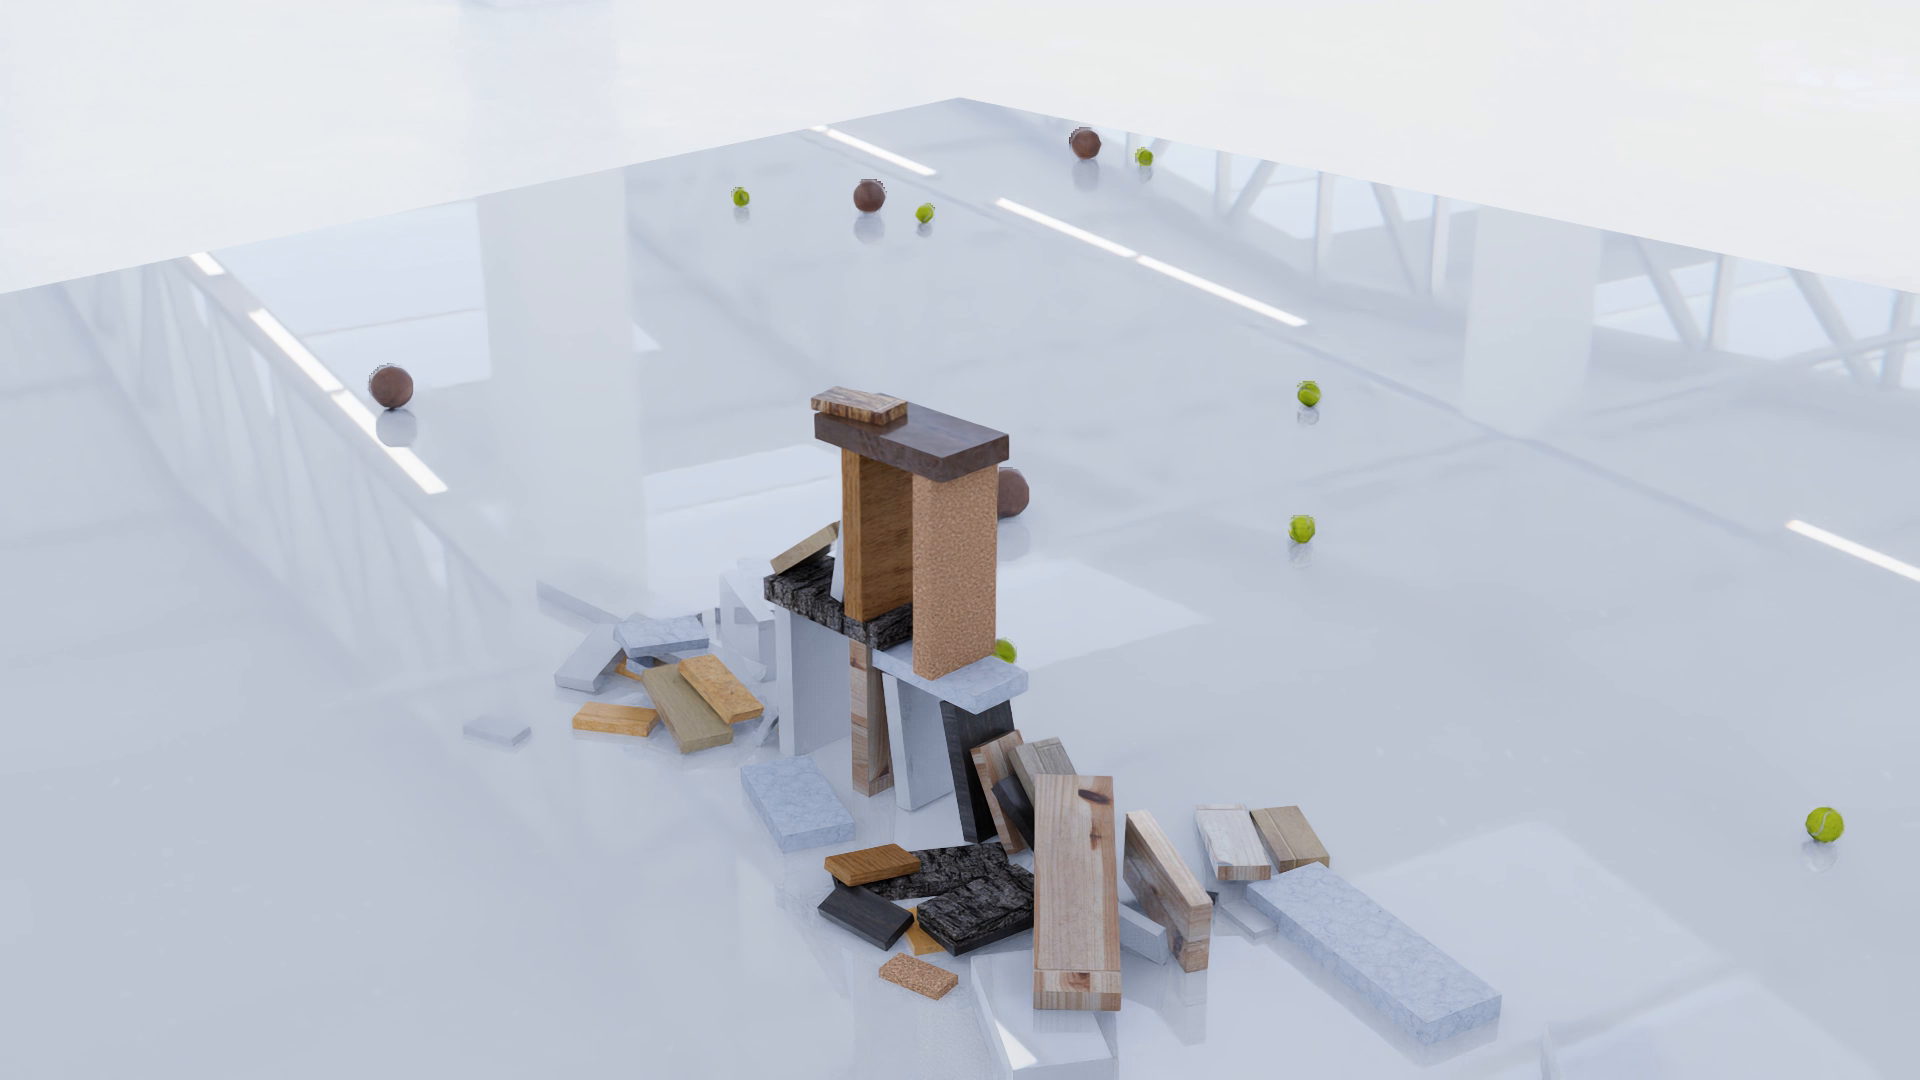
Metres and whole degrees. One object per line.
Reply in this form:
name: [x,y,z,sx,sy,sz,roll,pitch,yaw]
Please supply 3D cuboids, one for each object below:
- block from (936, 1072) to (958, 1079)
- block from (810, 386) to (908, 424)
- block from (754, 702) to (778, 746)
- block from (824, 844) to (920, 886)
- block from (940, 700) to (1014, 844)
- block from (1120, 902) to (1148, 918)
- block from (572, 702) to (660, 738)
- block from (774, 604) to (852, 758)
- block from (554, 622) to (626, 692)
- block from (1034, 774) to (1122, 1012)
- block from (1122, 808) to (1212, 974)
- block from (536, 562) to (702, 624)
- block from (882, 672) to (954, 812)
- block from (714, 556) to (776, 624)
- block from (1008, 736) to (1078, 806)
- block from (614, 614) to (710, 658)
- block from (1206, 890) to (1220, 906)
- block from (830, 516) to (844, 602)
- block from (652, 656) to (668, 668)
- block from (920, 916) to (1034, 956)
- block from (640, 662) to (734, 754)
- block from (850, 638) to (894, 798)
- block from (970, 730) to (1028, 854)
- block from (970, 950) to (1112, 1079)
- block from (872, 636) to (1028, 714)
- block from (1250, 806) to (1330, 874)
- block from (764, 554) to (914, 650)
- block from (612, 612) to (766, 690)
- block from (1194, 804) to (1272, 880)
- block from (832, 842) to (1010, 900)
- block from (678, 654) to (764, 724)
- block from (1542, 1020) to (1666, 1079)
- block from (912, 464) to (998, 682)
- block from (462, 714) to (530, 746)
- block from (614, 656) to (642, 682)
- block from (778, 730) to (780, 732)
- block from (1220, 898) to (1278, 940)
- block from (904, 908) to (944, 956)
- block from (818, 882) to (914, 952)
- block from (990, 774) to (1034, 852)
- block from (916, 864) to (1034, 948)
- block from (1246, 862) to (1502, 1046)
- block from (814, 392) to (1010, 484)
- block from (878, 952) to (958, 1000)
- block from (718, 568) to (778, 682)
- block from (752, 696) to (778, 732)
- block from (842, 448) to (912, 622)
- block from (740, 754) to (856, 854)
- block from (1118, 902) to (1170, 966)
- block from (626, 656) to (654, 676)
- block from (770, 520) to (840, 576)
block: [-0.059,0.931,3.531,0.200,0.028,0.100,-20,30,-39]
block: [-0.197,-0.263,4.293,0.171,0.024,0.086,14,27,31]
block: [-0.400,0.379,4.742,0.019,0.067,0.133,31,43,4]
block: [-0.166,0.614,4.162,0.165,0.023,0.082,-5,21,-39]
block: [0.050,0.437,4.356,0.146,0.292,0.041,-21,17,-40]
block: [0.350,0.694,4.105,0.105,0.015,0.053,-3,23,-7]
block: [-0.751,0.392,4.807,0.171,0.024,0.085,5,24,12]
block: [-0.306,0.275,4.669,0.174,0.347,0.049,-21,31,-41]
block: [-0.829,0.266,5.031,0.104,0.030,0.209,7,36,23]
block: [0.209,0.626,3.981,0.149,0.042,0.580,1,33,1]
block: [0.378,0.640,4.029,0.042,0.149,0.298,-8,29,-17]
block: [-0.829,0.156,5.338,0.444,0.043,0.153,20,30,39]
block: [-0.076,0.387,4.471,0.146,0.292,0.041,-21,23,-41]
block: [-0.495,0.125,5.410,0.153,0.043,0.307,2,23,6]
block: [0.188,0.494,4.278,0.110,0.031,0.220,-9,62,-36]
block: [-0.667,0.215,4.926,0.189,0.027,0.094,-7,35,-28]
block: [0.432,0.669,4.143,0.105,0.015,0.053,6,4,15]
block: [-0.194,0.003,4.433,0.034,0.237,0.118,33,38,33]
block: [-0.640,0.294,4.908,0.085,0.024,0.171,5,31,-12]
block: [0.055,0.689,4.047,0.233,0.033,0.117,-15,27,-31]
block: [-0.593,0.361,4.772,0.118,0.034,0.237,-10,43,-28]
block: [-0.143,0.338,4.519,0.174,0.347,0.049,-21,31,-41]
block: [0.103,0.495,4.325,0.110,0.220,0.031,-21,4,-40]
block: [0.136,0.818,3.772,0.168,0.048,0.337,-5,23,-11]
block: [-0.021,0.255,4.355,0.146,0.041,0.292,-21,31,-41]
block: [0.648,0.589,4.336,0.100,0.028,0.200,-4,23,-9]
block: [-0.224,0.124,4.515,0.347,0.049,0.174,21,31,41]
block: [-0.608,0.254,4.937,0.341,0.027,0.094,21,32,15]
block: [0.529,0.585,4.282,0.100,0.028,0.320,-1,14,-2]
block: [-0.073,0.639,4.213,0.335,0.033,0.117,-4,23,-10]
block: [-0.522,0.324,4.798,0.095,0.027,0.189,-10,44,-48]
block: [1.061,0.902,3.573,0.168,0.048,0.337,2,23,4]
block: [-0.009,0.049,4.249,0.178,0.420,0.050,-21,31,-41]
block: [-1.004,0.412,4.766,0.131,0.018,0.065,11,25,24]
block: [-0.722,0.285,5.051,0.209,0.030,0.104,17,28,34]
block: [-0.350,0.359,4.746,0.067,0.133,0.019,-21,52,-41]
block: [0.537,0.703,4.084,0.053,0.015,0.105,-13,26,-28]
block: [-0.071,0.718,4.045,0.064,0.018,0.128,-7,24,-16]
block: [-0.174,0.691,4.057,0.165,0.023,0.082,22,50,34]
block: [0.166,0.547,4.266,0.110,0.031,0.220,-21,69,-40]
block: [0.049,0.667,4.016,0.233,0.033,0.117,-17,28,-34]
block: [0.736,0.736,3.964,0.168,0.048,0.505,-13,26,-27]
block: [-0.095,-0.200,4.236,0.356,0.050,0.178,21,30,41]
block: [-0.074,0.775,3.910,0.128,0.018,0.064,15,27,32]
block: [-0.492,0.196,5.103,0.043,0.153,0.307,-9,25,-21]
block: [-0.418,0.381,4.839,0.133,0.019,0.067,21,31,41]
block: [-0.150,-0.032,4.365,0.050,0.356,0.178,21,31,40]
block: [-0.331,0.532,4.453,0.149,0.042,0.298,-9,24,-19]
block: [0.273,0.686,4.007,0.247,0.082,0.023,25,52,35]
block: [-0.636,0.297,4.958,0.209,0.030,0.104,23,32,18]
block: [-0.279,0.004,4.522,0.118,0.034,0.237,-22,-5,-41]
